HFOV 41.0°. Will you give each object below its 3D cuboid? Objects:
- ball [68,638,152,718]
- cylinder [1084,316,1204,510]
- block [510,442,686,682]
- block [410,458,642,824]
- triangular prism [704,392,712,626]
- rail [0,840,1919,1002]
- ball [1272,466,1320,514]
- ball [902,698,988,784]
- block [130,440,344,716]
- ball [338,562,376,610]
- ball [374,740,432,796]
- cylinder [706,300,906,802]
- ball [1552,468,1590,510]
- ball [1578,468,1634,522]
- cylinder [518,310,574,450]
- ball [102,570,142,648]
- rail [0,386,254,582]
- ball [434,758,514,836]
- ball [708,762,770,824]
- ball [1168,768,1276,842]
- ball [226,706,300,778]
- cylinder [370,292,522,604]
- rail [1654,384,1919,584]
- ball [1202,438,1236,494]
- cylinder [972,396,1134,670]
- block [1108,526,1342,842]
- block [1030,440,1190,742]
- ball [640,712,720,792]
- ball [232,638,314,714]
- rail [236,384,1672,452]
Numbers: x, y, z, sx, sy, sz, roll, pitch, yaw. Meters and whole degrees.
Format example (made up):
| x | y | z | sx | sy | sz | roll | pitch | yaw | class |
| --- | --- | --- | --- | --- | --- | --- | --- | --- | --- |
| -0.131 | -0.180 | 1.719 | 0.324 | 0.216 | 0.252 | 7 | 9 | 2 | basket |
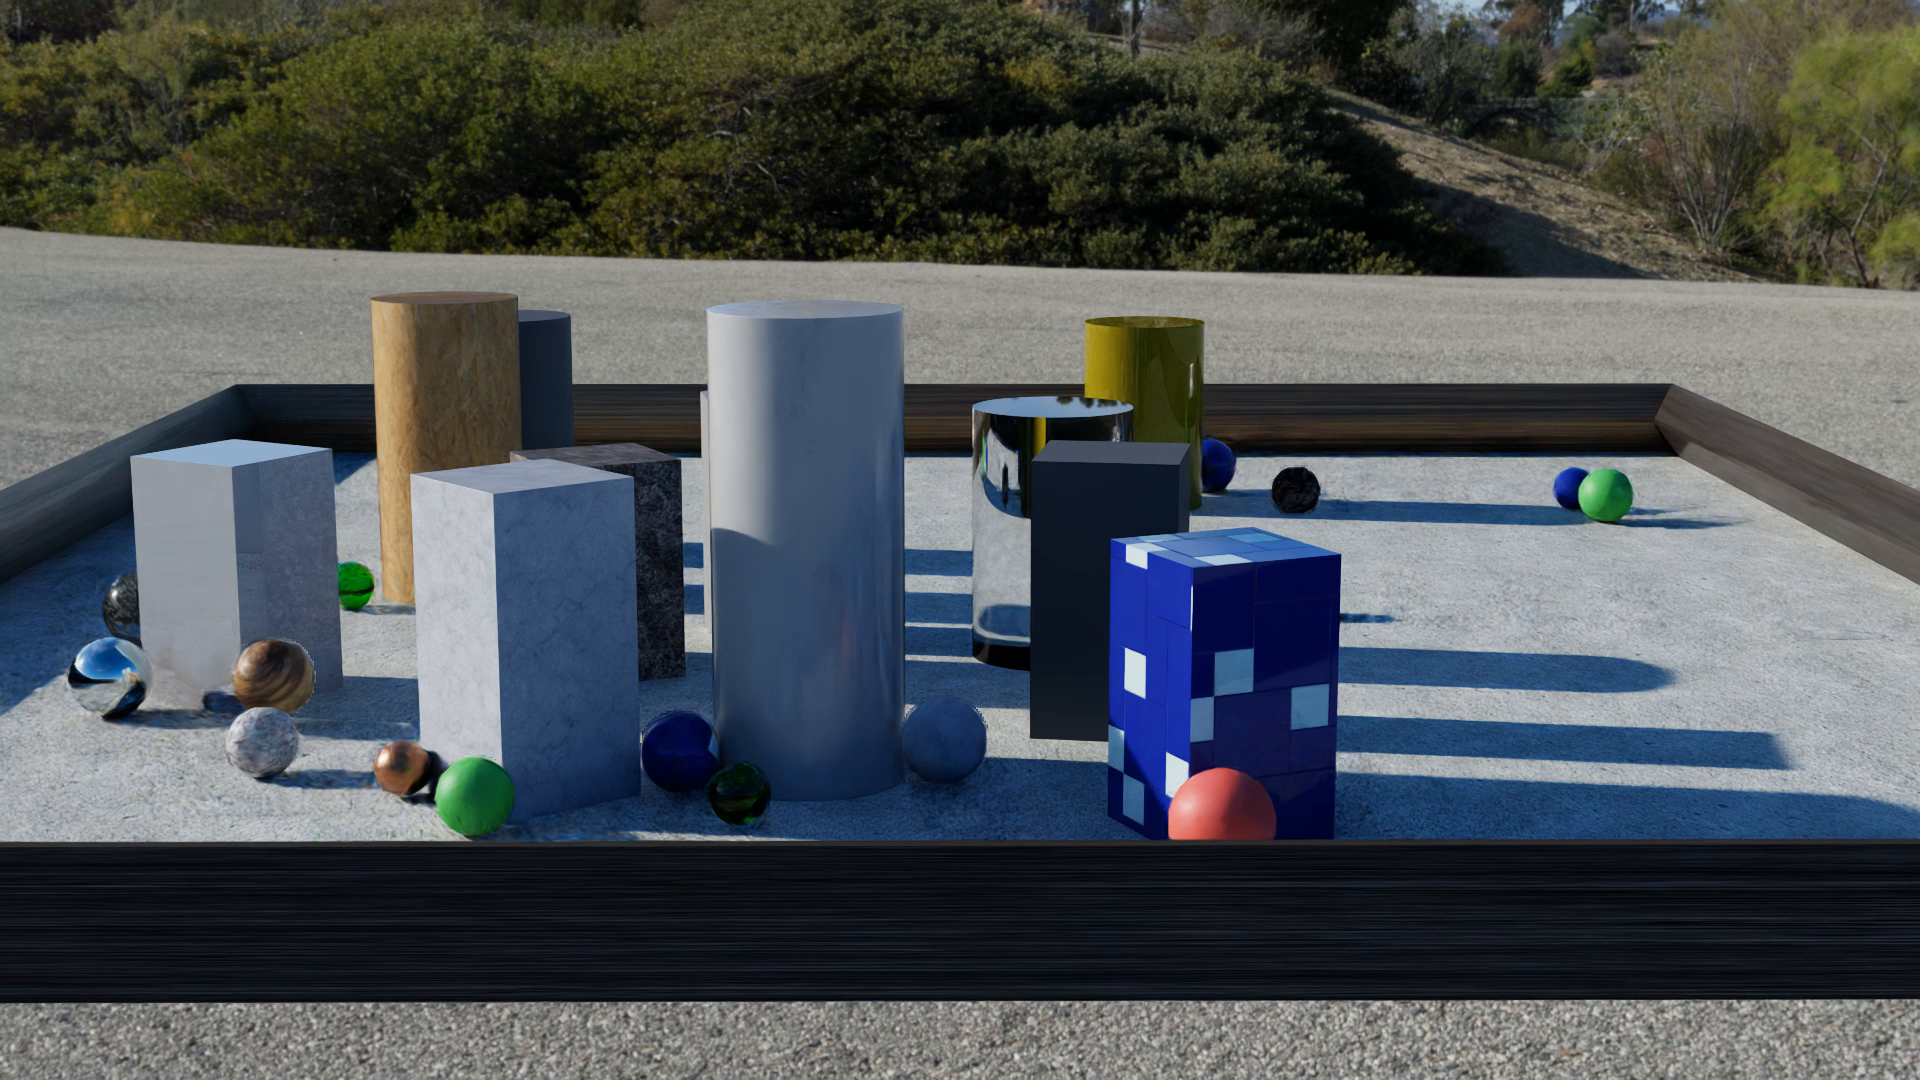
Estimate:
| x | y | z | sx | sy | sz | roll | pitch | yaw | class |
| --- | --- | --- | --- | --- | --- | --- | --- | --- | --- |
| -0.960 | 0.155 | 2.903 | 0.090 | 0.090 | 0.090 | 0 | 10 | 0 | ball |
| 0.307 | -0.211 | 4.286 | 0.199 | 0.307 | 0.199 | 0 | 10 | 0 | cylinder |
| -0.439 | 0.028 | 3.109 | 0.159 | 0.265 | 0.159 | -6 | 12 | -27 | block |
| -0.435 | 0.096 | 2.574 | 0.159 | 0.326 | 0.159 | -9 | 14 | -40 | block |
| -0.287 | -0.034 | 3.334 | 0.172 | 0.306 | 0.149 | -9 | 14 | -41 | triangular prism |
| 0.008 | 0.295 | 2.034 | 2.732 | 0.129 | 0.045 | 0 | 10 | 0 | rail |
| 0.552 | -0.082 | 4.214 | 0.079 | 0.079 | 0.079 | 0 | 10 | 0 | ball |
| -0.016 | 0.205 | 2.625 | 0.088 | 0.088 | 0.088 | 0 | 10 | 0 | ball |
| -0.841 | 0.039 | 2.990 | 0.159 | 0.286 | 0.159 | 6 | 12 | 29 | block |
| -0.826 | 0.062 | 3.477 | 0.065 | 0.065 | 0.065 | 0 | 10 | 0 | ball |
| -0.560 | 0.229 | 2.579 | 0.056 | 0.056 | 0.056 | 0 | 10 | 0 | ball |
| -0.156 | 0.006 | 2.625 | 0.199 | 0.485 | 0.199 | 0 | 10 | 0 | cylinder |
| 1.020 | -0.085 | 4.256 | 0.071 | 0.071 | 0.071 | 0 | 10 | 0 | ball |
| 1.042 | -0.072 | 4.139 | 0.087 | 0.087 | 0.087 | 0 | 10 | 0 | ball |
| -0.685 | -0.161 | 3.883 | 0.199 | 0.356 | 0.199 | 0 | 10 | 0 | cylinder |
| -1.033 | 0.087 | 3.247 | 0.100 | 0.100 | 0.100 | 0 | 10 | 0 | ball |
| -1.342 | 0.035 | 3.441 | 0.045 | 0.129 | 2.925 | 0 | 10 | 0 | rail |
| -0.464 | 0.246 | 2.455 | 0.075 | 0.075 | 0.075 | 0 | 10 | 0 | ball |
| -0.214 | 0.246 | 2.492 | 0.060 | 0.060 | 0.060 | 0 | 10 | 0 | ball |
| 0.238 | 0.257 | 2.330 | 0.099 | 0.099 | 0.099 | 0 | 10 | 0 | ball |
| -0.722 | 0.209 | 2.656 | 0.074 | 0.074 | 0.074 | 0 | 10 | 0 | ball |
| -0.709 | -0.131 | 3.565 | 0.199 | 0.412 | 0.199 | 0 | 10 | 0 | cylinder |
| 1.342 | 0.032 | 3.456 | 0.045 | 0.129 | 2.925 | 0 | 10 | 0 | rail |
| 0.429 | -0.128 | 4.423 | 0.095 | 0.095 | 0.095 | 0 | 10 | 0 | ball |
| 0.114 | -0.011 | 3.191 | 0.199 | 0.312 | 0.199 | 0 | 10 | 0 | cylinder |
| 0.251 | 0.142 | 2.459 | 0.159 | 0.277 | 0.159 | -5 | 12 | -24 | block |
| 0.168 | 0.054 | 2.849 | 0.159 | 0.308 | 0.159 | 2 | 11 | 9 | block |
| -0.284 | 0.215 | 2.602 | 0.081 | 0.081 | 0.081 | 0 | 10 | 0 | ball |
| -0.765 | 0.154 | 2.856 | 0.087 | 0.087 | 0.087 | 0 | 10 | 0 | ball |
| -0.008 | -0.228 | 4.864 | 2.732 | 0.129 | 0.045 | 0 | 10 | 0 | rail |
